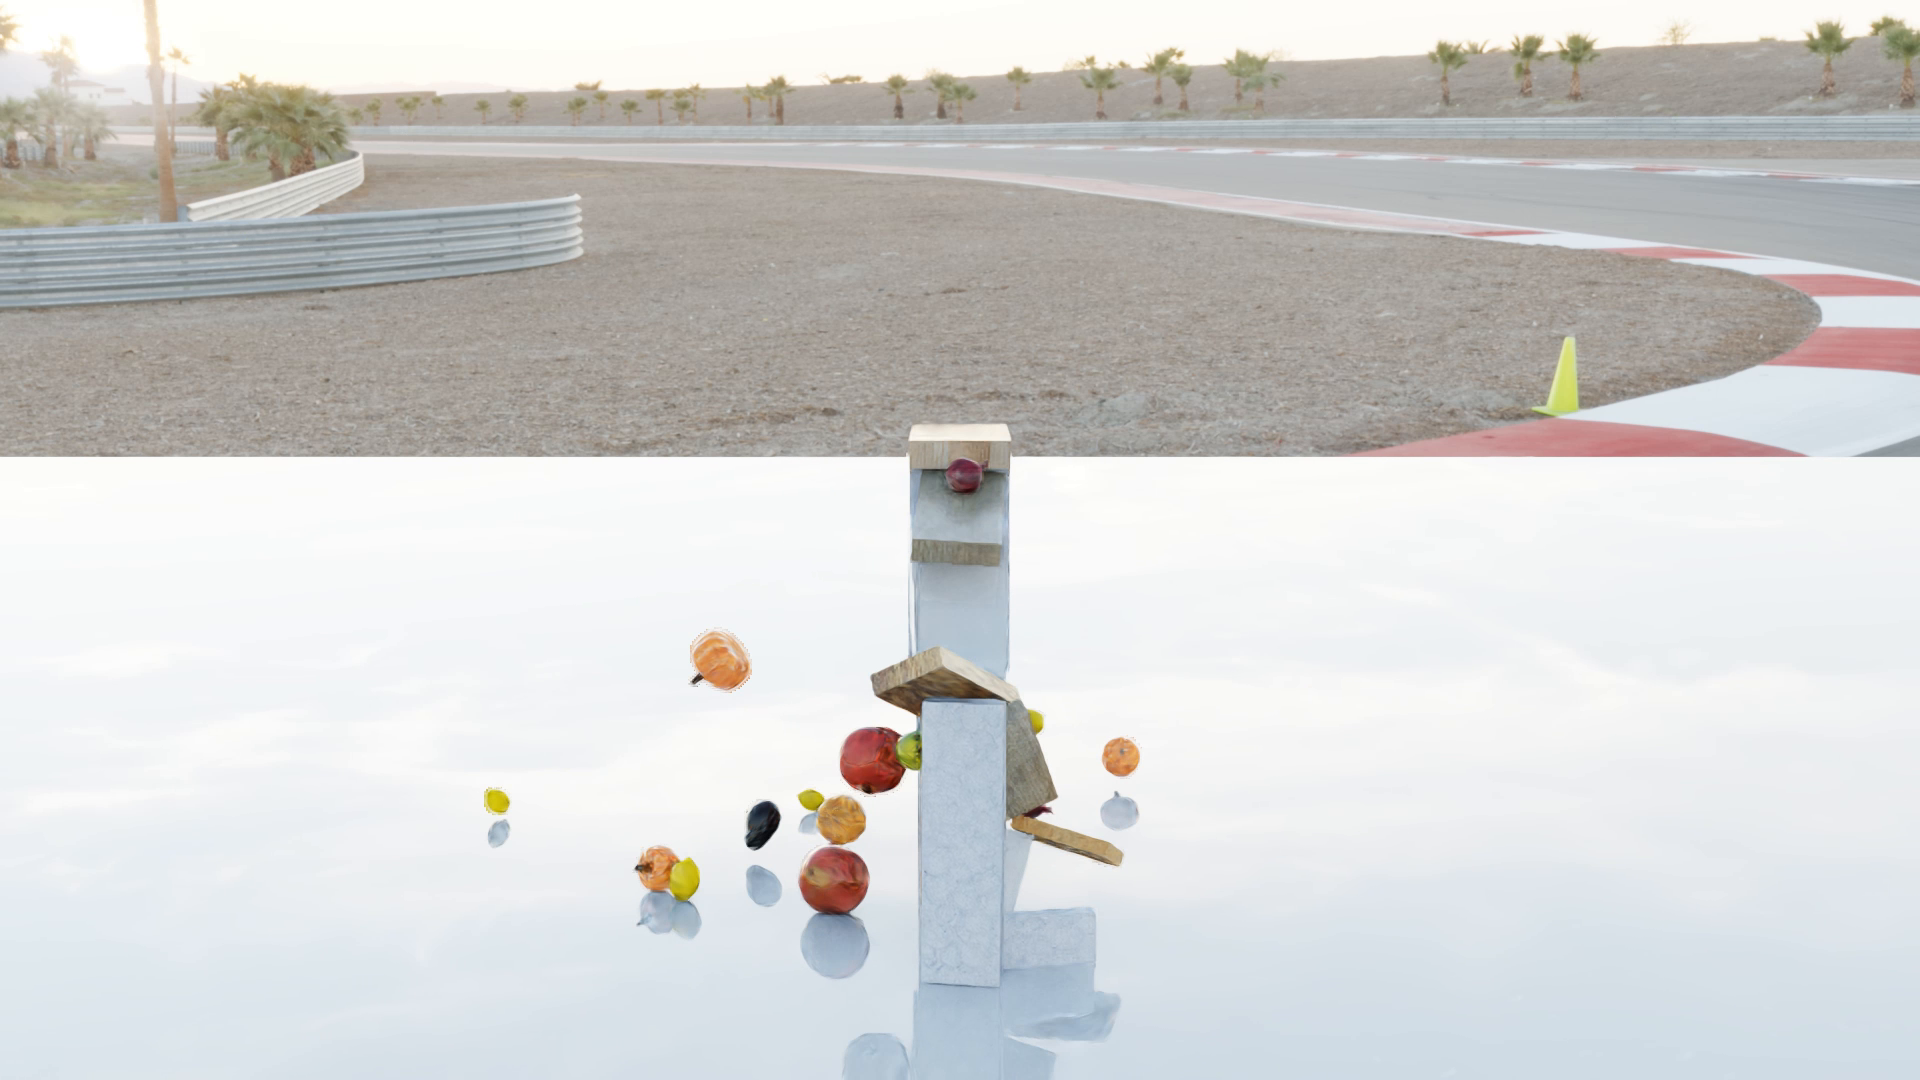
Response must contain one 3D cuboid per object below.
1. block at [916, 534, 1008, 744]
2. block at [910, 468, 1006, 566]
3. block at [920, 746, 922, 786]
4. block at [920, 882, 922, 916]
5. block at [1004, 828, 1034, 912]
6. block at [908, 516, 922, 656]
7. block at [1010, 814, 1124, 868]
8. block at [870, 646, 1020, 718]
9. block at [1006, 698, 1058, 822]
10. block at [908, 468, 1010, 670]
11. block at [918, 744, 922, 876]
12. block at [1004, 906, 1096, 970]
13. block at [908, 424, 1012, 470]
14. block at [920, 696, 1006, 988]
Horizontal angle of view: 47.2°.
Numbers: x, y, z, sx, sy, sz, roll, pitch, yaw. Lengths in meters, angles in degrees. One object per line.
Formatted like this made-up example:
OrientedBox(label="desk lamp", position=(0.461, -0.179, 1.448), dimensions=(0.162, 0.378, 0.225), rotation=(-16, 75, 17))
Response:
OrientedBox(label="block", position=(0.004, 0.160, 3.567), dimensions=(0.141, 0.346, 0.040), rotation=(1, -19, -1))
OrientedBox(label="block", position=(0.000, -0.040, 3.599), dimensions=(0.141, 0.040, 0.283), rotation=(4, 25, 1))
OrientedBox(label="block", position=(-0.004, 0.464, 3.677), dimensions=(0.122, 0.243, 0.034), rotation=(0, 3, 0))
OrientedBox(label="block", position=(0.000, 0.492, 3.522), dimensions=(0.122, 0.243, 0.034), rotation=(1, 4, 4))
OrientedBox(label="block", position=(0.055, 0.537, 3.470), dimensions=(0.083, 0.166, 0.023), rotation=(16, -12, 2))
OrientedBox(label="block", position=(-0.011, 0.098, 3.668), dimensions=(0.141, 0.283, 0.040), rotation=(-2, -1, -10))
OrientedBox(label="block", position=(0.170, 0.476, 3.483), dimensions=(0.166, 0.023, 0.083), rotation=(14, -14, 26))
OrientedBox(label="block", position=(-0.018, 0.228, 3.295), dimensions=(0.120, 0.034, 0.239), rotation=(-25, -30, 22))
OrientedBox(label="block", position=(0.070, 0.347, 3.392), dimensions=(0.120, 0.239, 0.034), rotation=(-24, 50, -4))
OrientedBox(label="block", position=(-0.001, 0.051, 3.763), dimensions=(0.171, 0.342, 0.048), rotation=(0, -3, 1))
OrientedBox(label="block", position=(0.003, 0.423, 3.750), dimensions=(0.149, 0.299, 0.042), rotation=(0, 11, 0))
OrientedBox(label="block", position=(0.123, 0.607, 3.349), dimensions=(0.166, 0.083, 0.023), rotation=(-2, 12, -10))
OrientedBox(label="block", position=(0.000, -0.165, 3.856), dimensions=(0.171, 0.048, 0.342), rotation=(0, 7, 0))
OrientedBox(label="block", position=(0.005, 0.448, 3.258), dimensions=(0.120, 0.428, 0.034), rotation=(2, 9, 10))
